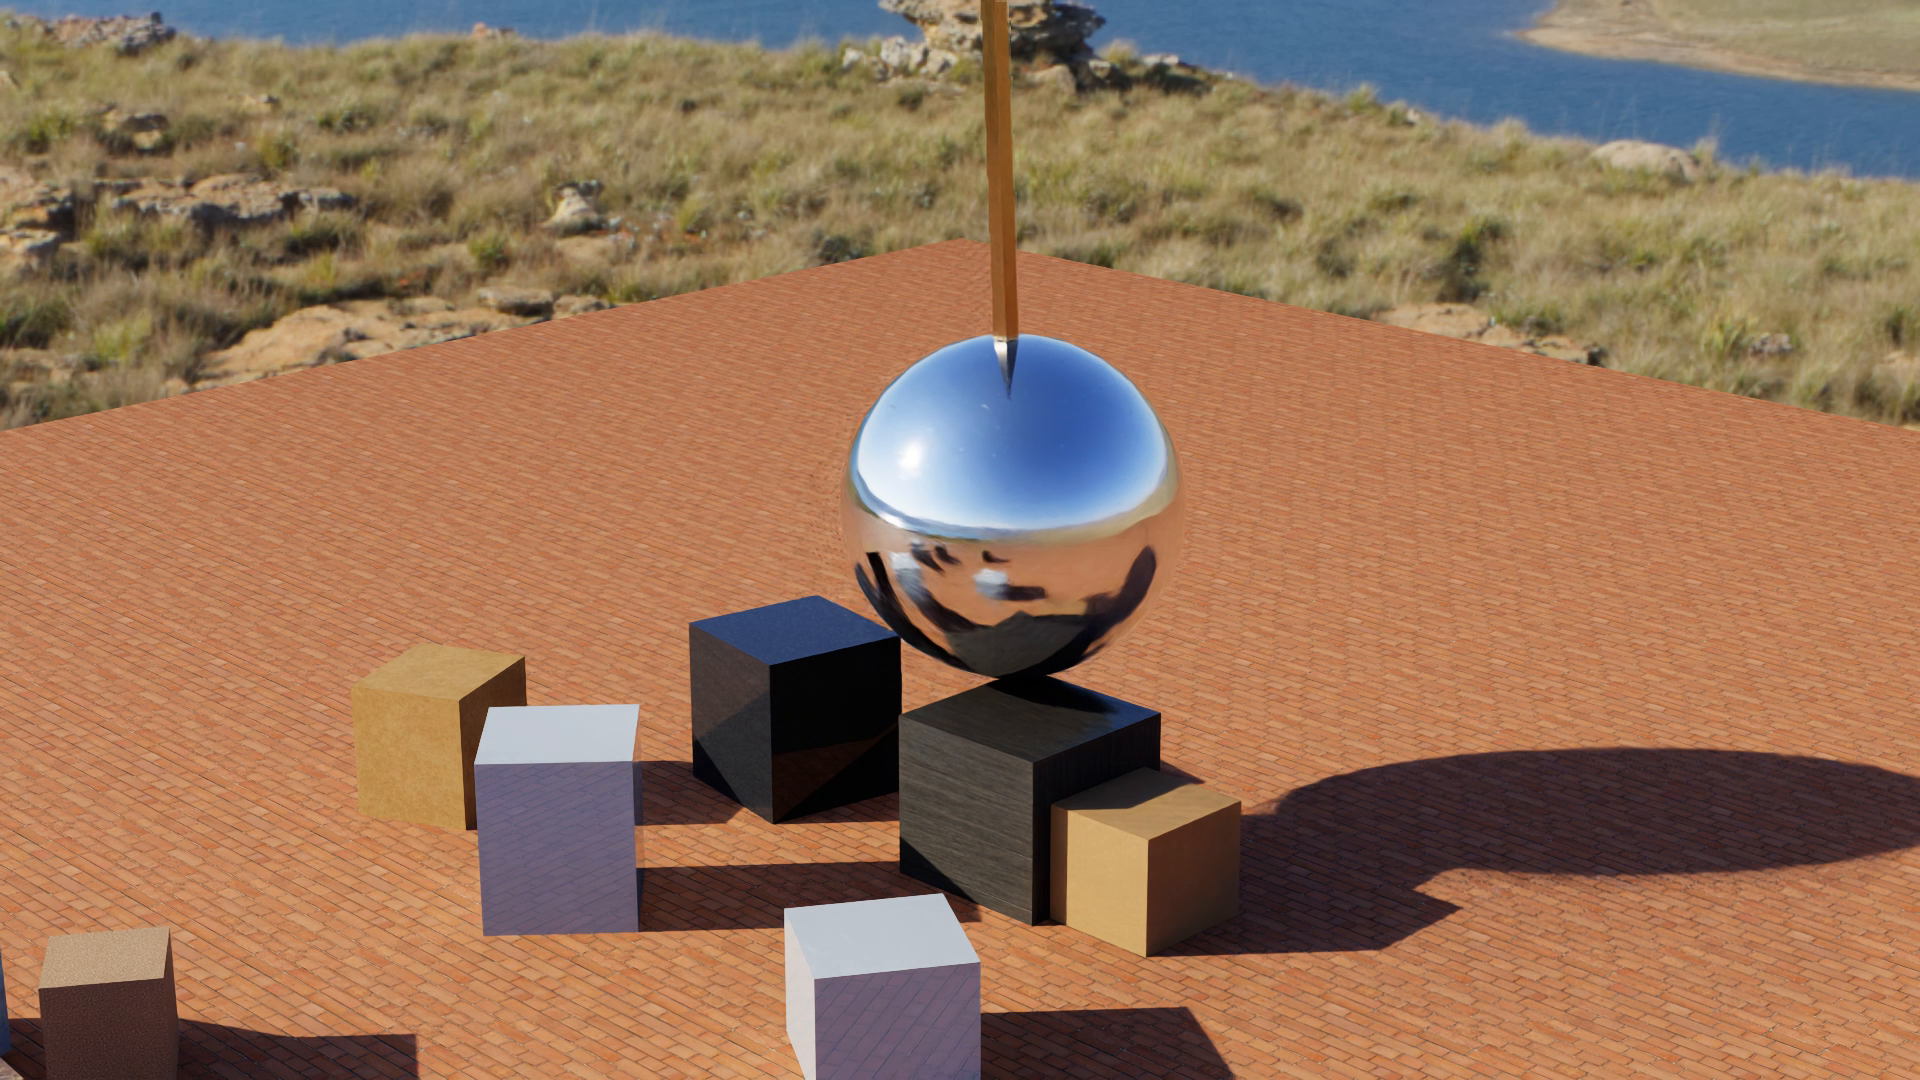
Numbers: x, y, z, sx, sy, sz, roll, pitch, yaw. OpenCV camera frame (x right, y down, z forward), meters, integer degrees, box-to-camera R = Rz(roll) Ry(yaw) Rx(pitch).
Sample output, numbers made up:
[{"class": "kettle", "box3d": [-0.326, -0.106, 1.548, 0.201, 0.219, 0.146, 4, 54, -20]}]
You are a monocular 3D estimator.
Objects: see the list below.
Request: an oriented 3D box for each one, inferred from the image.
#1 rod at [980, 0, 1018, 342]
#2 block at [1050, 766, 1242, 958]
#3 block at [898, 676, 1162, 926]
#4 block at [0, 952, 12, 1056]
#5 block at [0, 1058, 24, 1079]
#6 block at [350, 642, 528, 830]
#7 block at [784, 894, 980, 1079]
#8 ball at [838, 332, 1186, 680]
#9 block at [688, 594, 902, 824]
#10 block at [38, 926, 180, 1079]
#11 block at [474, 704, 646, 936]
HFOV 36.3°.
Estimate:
[{"class": "rod", "box3d": [0.104, -3.356, 12.396, 0.080, 5.200, 0.080, 17, 27, 42]}, {"class": "block", "box3d": [0.817, 1.411, 12.943, 0.566, 0.547, 0.620, 17, 24, 42]}, {"class": "block", "box3d": [0.317, 1.156, 13.377, 0.830, 0.774, 0.851, 16, 24, 42]}, {"class": "block", "box3d": [-4.284, 1.824, 11.488, 0.713, 0.631, 0.763, 6, 18, 18]}, {"class": "block", "box3d": [-3.620, 2.222, 10.274, 0.675, 0.600, 0.737, -14, 22, -37]}, {"class": "block", "box3d": [-2.513, 0.945, 14.238, 0.580, 0.659, 0.658, 6, 18, 19]}, {"class": "block", "box3d": [-0.314, 1.818, 11.653, 0.655, 0.544, 0.658, -4, 18, -13]}, {"class": "ball", "box3d": [0.241, -0.159, 13.544, 1.600, 1.600, 1.600, 0, 17, 0]}, {"class": "block", "box3d": [-0.806, 0.818, 14.394, 0.748, 0.808, 0.753, -12, 21, -33]}, {"class": "block", "box3d": [-3.342, 1.872, 11.542, 0.464, 0.508, 0.478, -4, 18, -11]}, {"class": "block", "box3d": [-1.770, 1.239, 13.058, 0.676, 0.807, 0.695, -1, 17, -3]}]
